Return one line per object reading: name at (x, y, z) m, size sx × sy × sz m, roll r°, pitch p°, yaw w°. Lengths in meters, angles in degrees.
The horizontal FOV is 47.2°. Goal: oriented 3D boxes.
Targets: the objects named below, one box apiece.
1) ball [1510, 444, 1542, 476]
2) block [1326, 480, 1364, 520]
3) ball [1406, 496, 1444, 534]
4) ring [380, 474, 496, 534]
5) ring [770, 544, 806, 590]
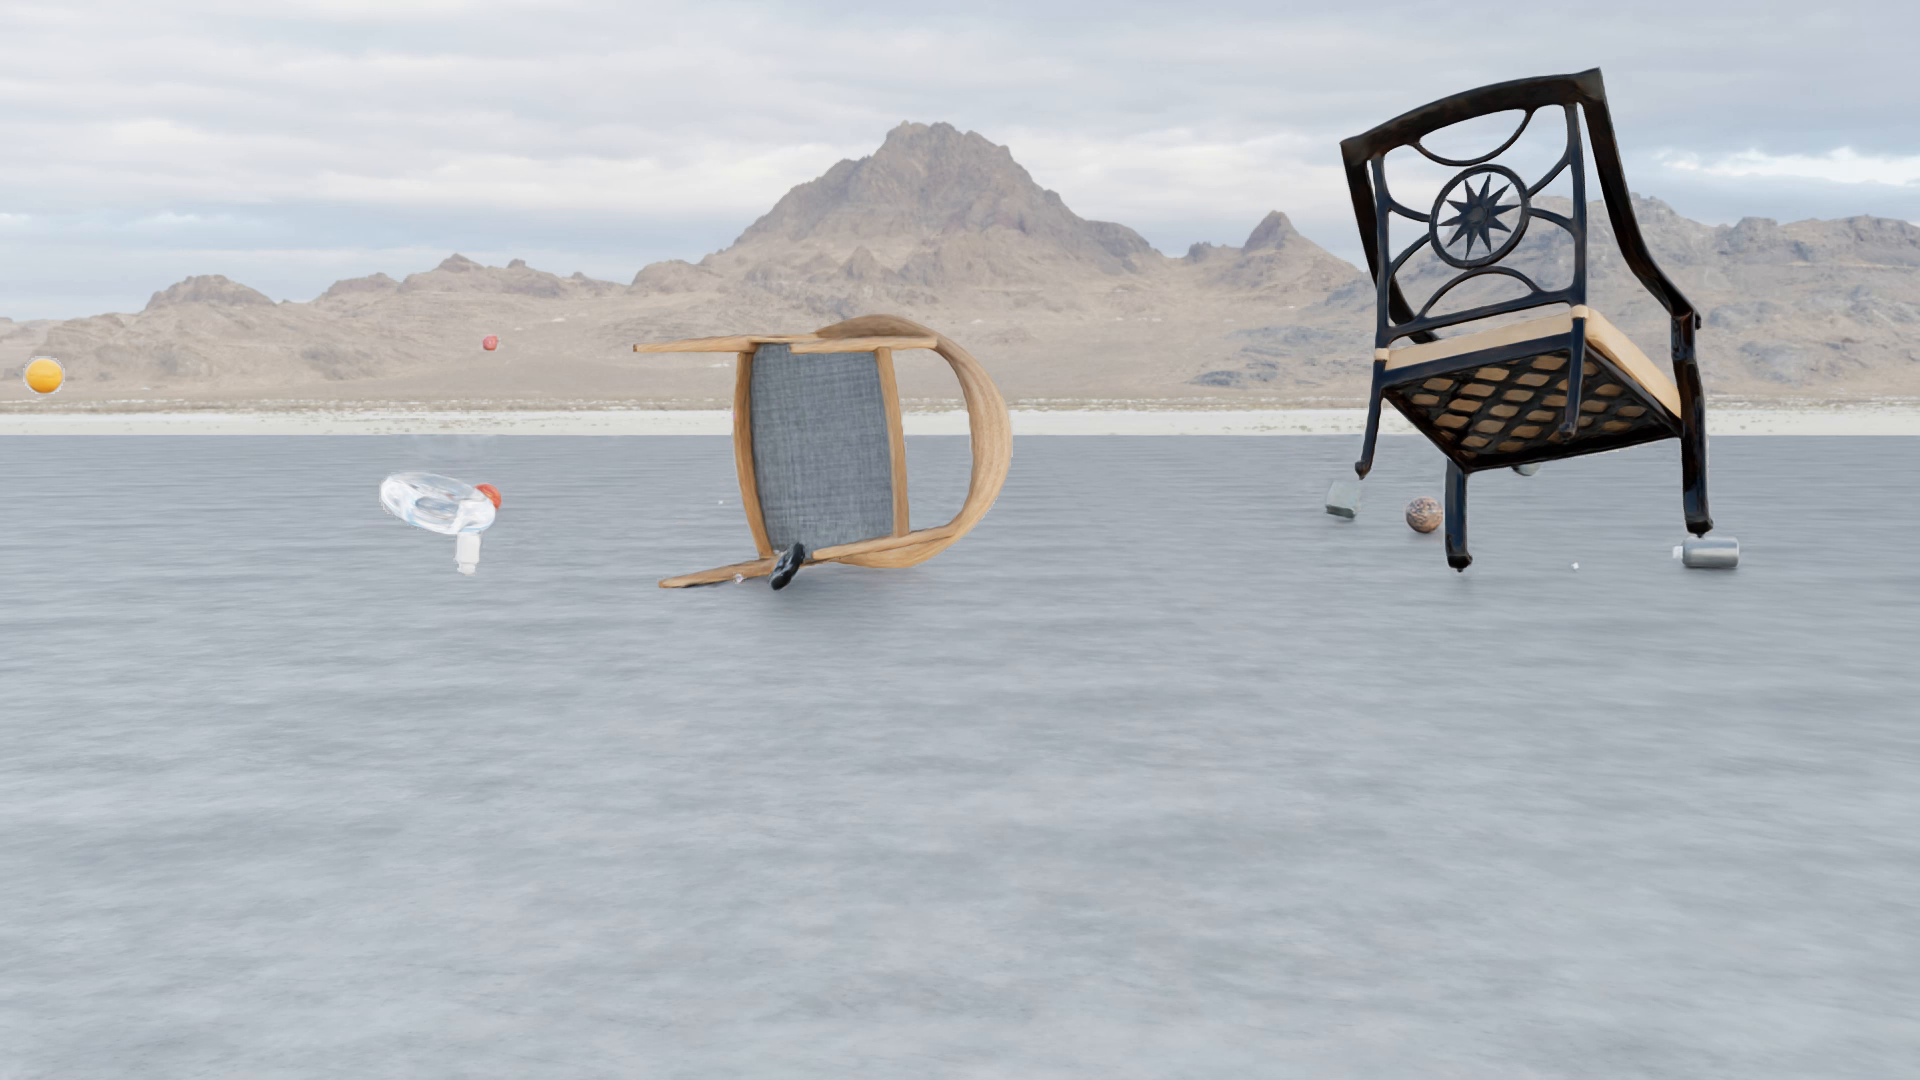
ball at (1.693, -0.240, 6.580) m, size 0.097 × 0.097 × 0.097 m, roll 0°, pitch 4°, yaw 0°
block at (1.322, -0.139, 7.566) m, size 0.099 × 0.098 × 0.068 m, roll 12°, pitch -24°, yaw 24°
ball at (1.447, -0.080, 6.851) m, size 0.117 × 0.117 × 0.117 m, roll 0°, pitch 4°, yaw 0°
ring at (-1.635, -0.115, 6.888) m, size 0.381 × 0.101 × 0.299 m, roll 20°, pitch 19°, yaw 17°
ring at (-0.386, 0.059, 4.923) m, size 0.028 × 0.121 × 0.125 m, roll 33°, pitch -16°, yaw -17°
